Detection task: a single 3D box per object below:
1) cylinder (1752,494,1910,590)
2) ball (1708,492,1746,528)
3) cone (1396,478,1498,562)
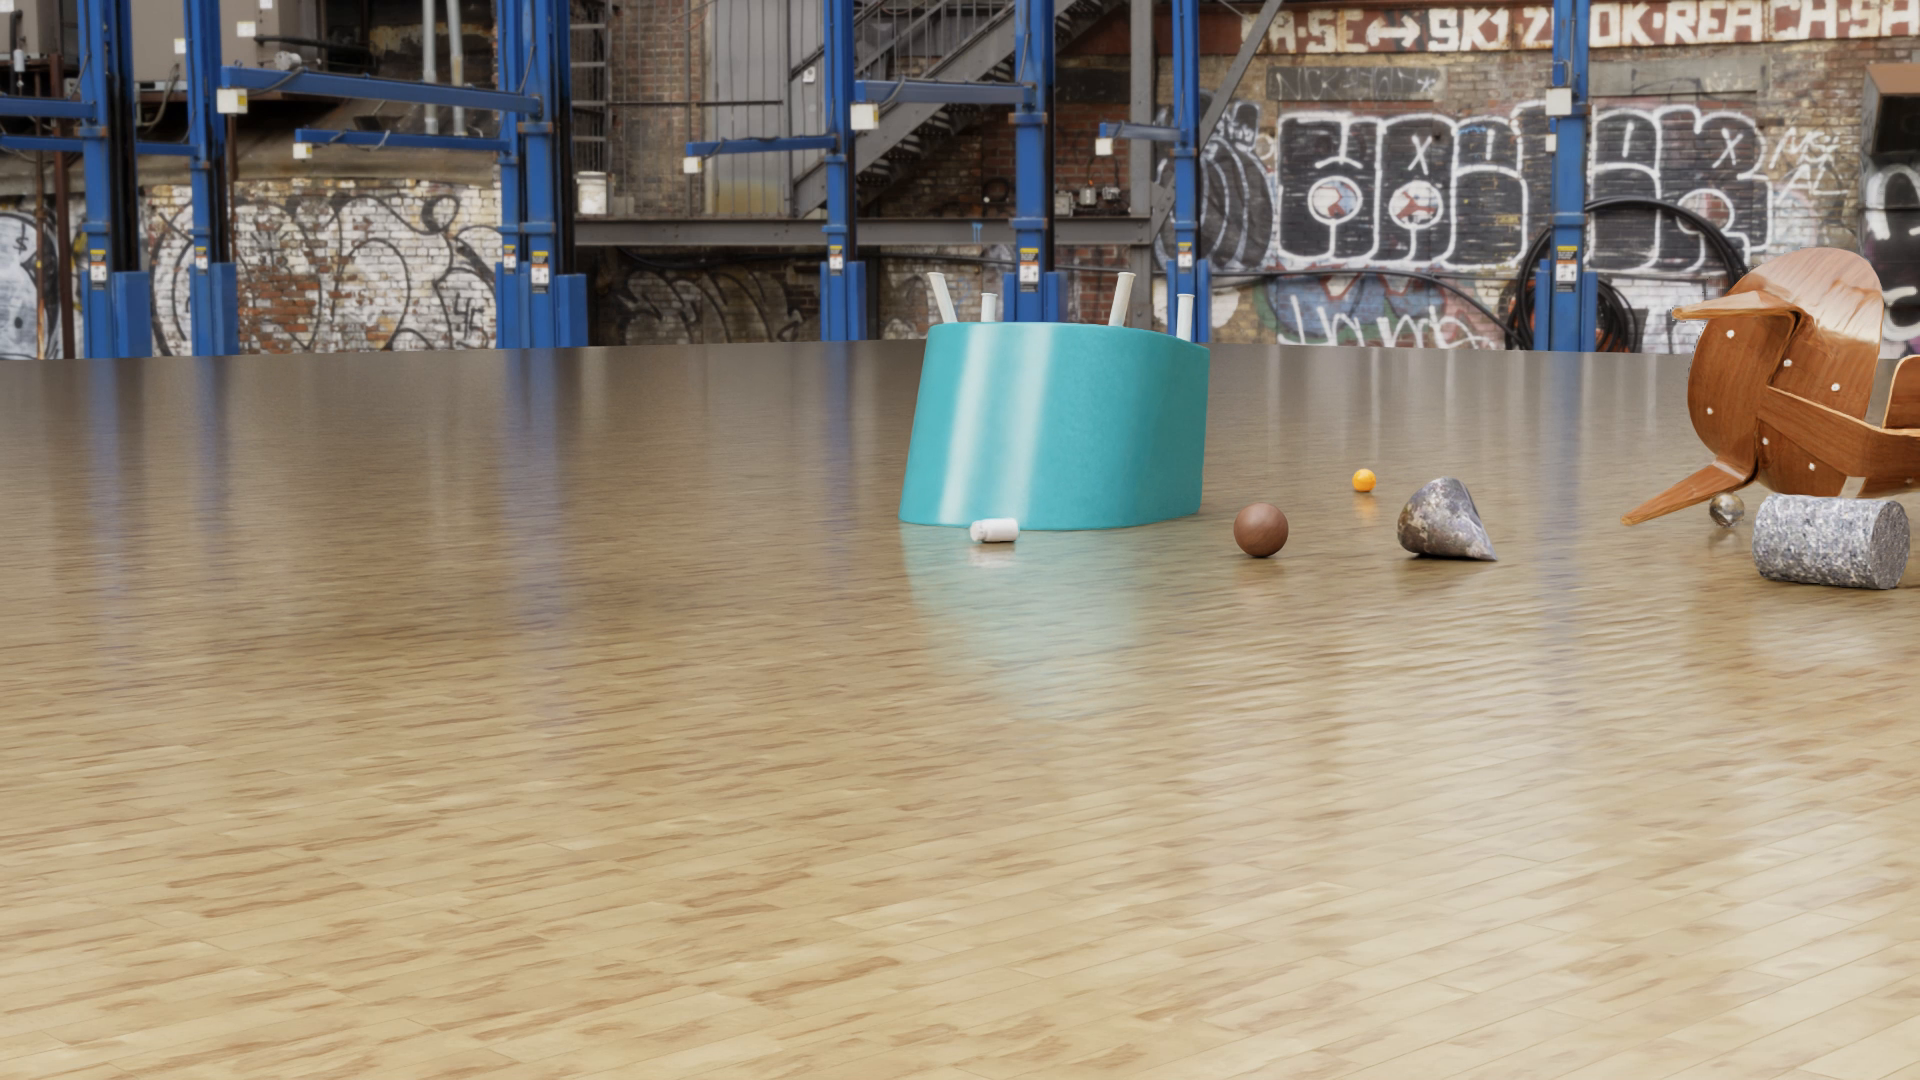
[{"bbox_3d":[1.862,0.001,5.488,0.179,0.187,0.267,14,-5,-44],"label":"cylinder"},{"bbox_3d":[2.014,-0.079,6.739,0.091,0.091,0.091,0,6,0],"label":"ball"},{"bbox_3d":[1.180,-0.003,5.983,0.197,0.203,0.338,39,12,32],"label":"cone"}]
